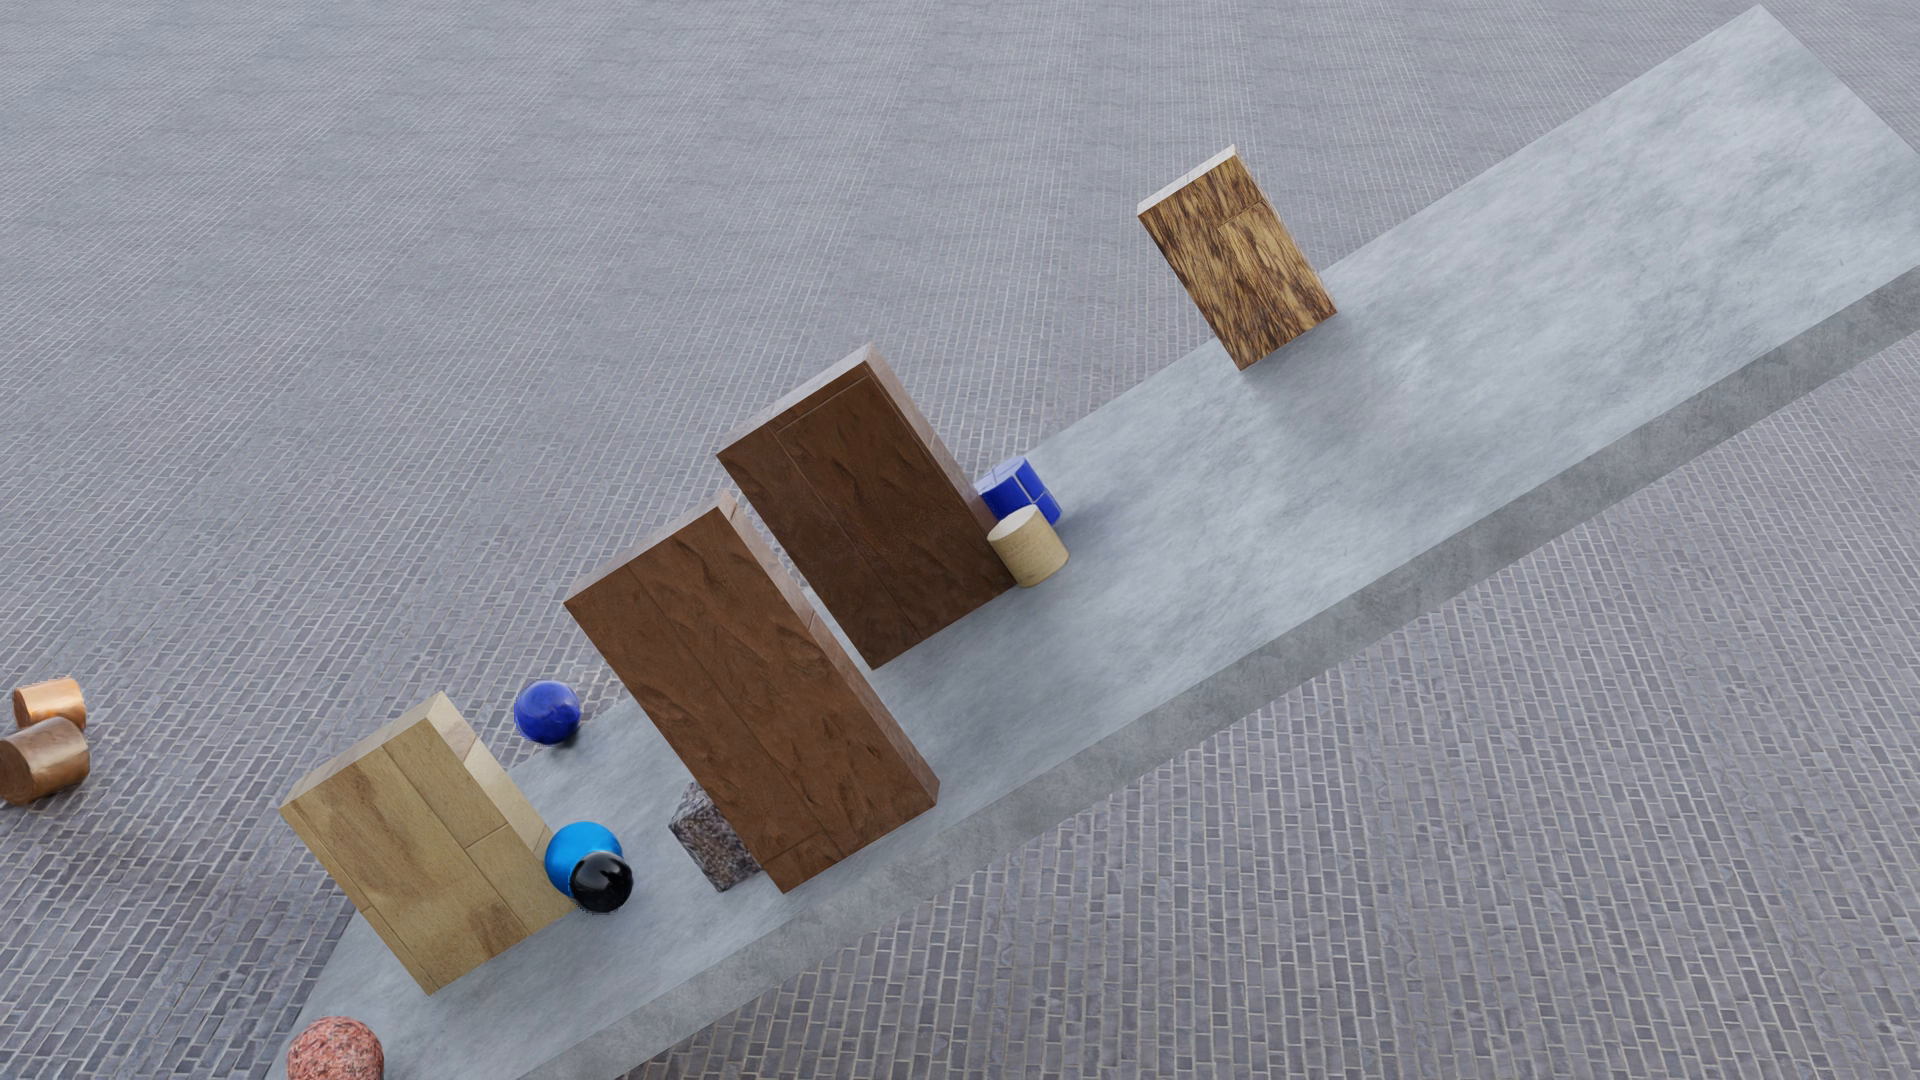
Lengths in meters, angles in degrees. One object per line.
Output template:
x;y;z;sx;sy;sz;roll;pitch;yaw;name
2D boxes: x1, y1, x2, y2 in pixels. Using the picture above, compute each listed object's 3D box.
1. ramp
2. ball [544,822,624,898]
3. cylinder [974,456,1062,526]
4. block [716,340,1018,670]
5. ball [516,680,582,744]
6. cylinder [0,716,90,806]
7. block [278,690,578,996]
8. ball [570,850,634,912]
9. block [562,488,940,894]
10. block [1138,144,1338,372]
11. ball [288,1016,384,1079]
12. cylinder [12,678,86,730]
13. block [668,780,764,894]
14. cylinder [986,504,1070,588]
0.138;0.172;6.299;4.000;0.100;2.000;-31;16;14;ramp
-0.799;0.681;6.253;0.166;0.166;0.166;0;21;0;ball
0.126;-0.087;6.631;0.149;0.149;0.149;-33;15;10;cylinder
-0.192;-0.071;6.401;0.392;0.597;0.141;-31;16;14;block
-1.053;0.441;7.526;0.166;0.166;0.166;0;21;0;ball
-2.547;0.611;8.131;0.195;0.195;0.195;14;25;33;cylinder
-1.132;0.656;6.342;0.404;0.530;0.142;-31;16;14;block
-0.745;0.710;6.117;0.130;0.130;0.130;0;21;0;ball
-0.385;0.288;5.511;0.353;0.708;0.103;-31;16;14;block
0.629;-0.640;6.679;0.258;0.435;0.106;-31;16;14;block
-1.281;1.075;6.037;0.195;0.195;0.195;0;21;0;ball
-2.634;0.492;8.507;0.158;0.158;0.158;-14;25;-32;cylinder
-0.441;0.556;5.848;0.174;0.174;0.174;-30;16;19;block
0.147;0.014;6.317;0.129;0.129;0.129;-33;15;10;cylinder
